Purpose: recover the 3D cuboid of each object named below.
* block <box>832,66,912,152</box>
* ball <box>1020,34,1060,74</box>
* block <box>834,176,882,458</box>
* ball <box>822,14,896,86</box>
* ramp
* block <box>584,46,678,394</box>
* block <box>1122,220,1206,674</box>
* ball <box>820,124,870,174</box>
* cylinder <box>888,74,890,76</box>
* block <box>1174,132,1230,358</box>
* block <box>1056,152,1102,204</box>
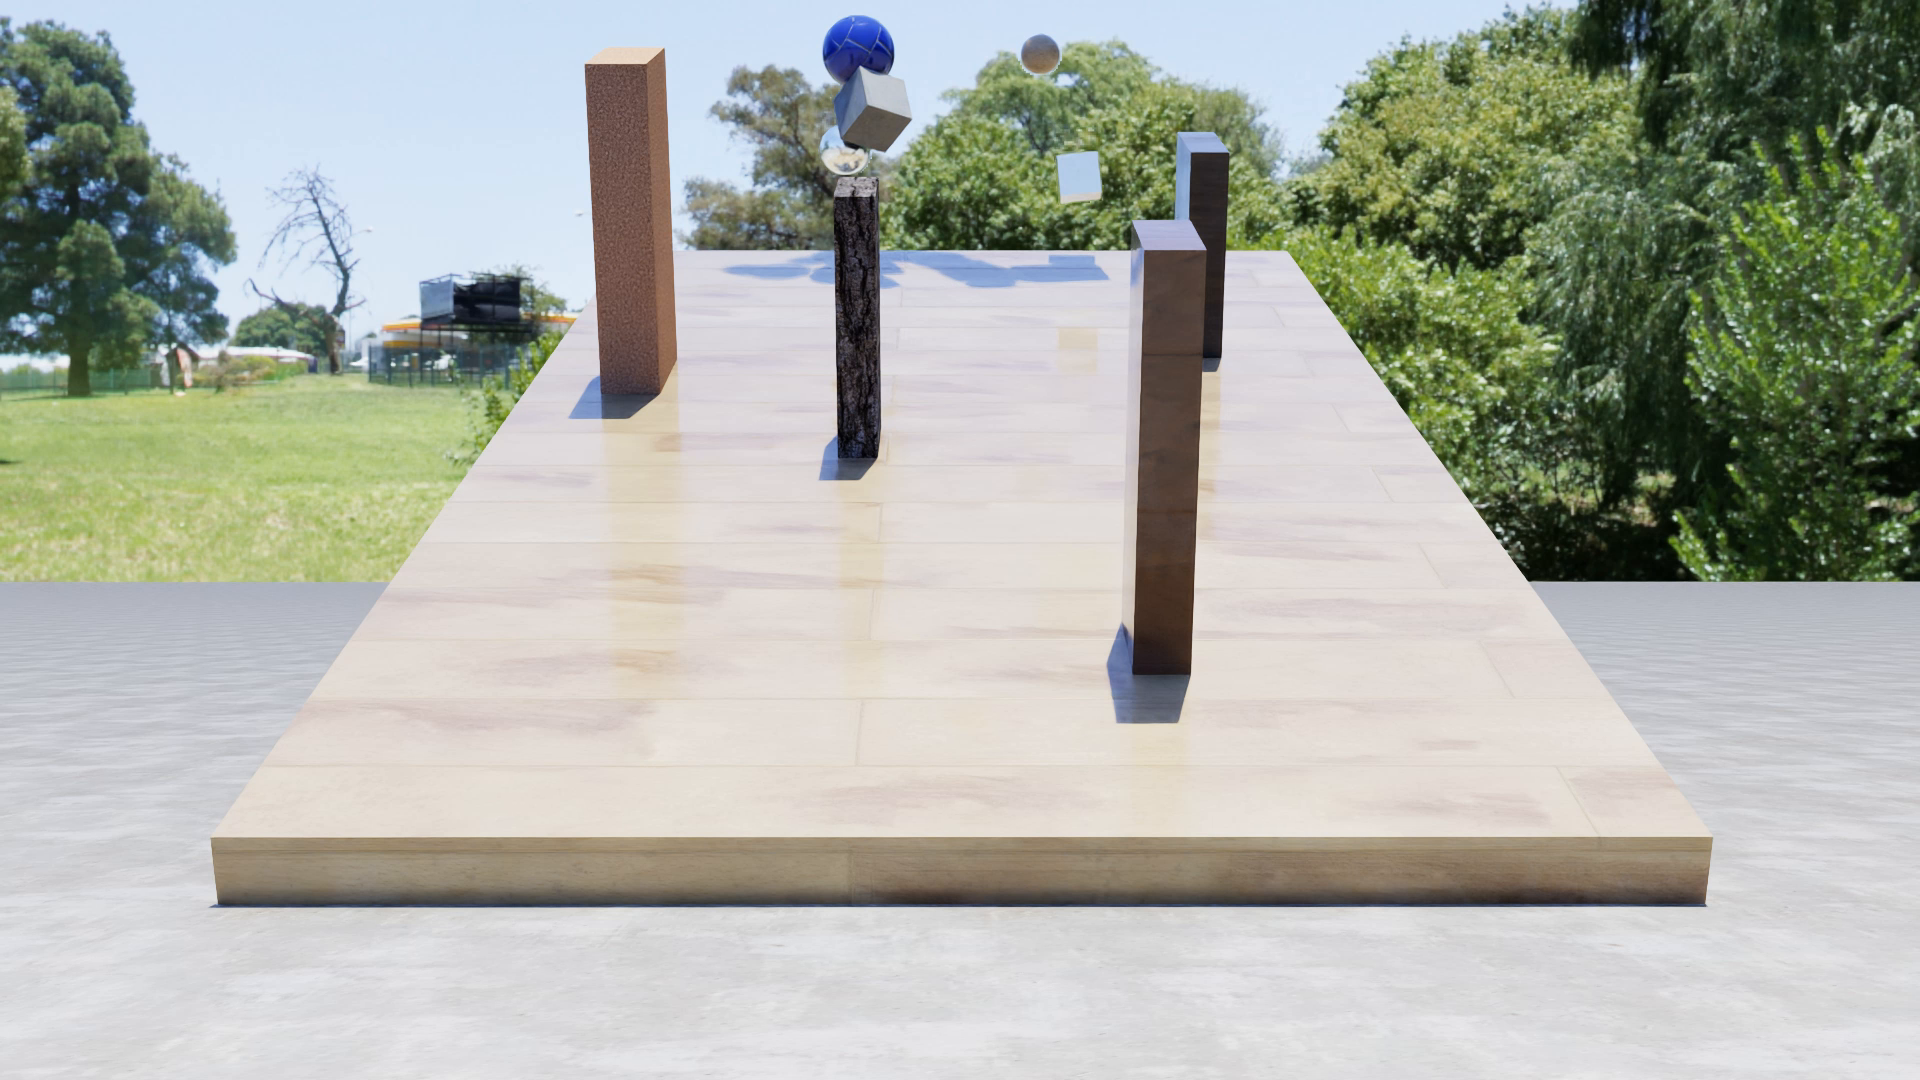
[{"bbox_3d":[-0.246,-1.211,6.313,0.149,0.149,0.149,11,-38,-33],"label":"block"},{"bbox_3d":[0.231,-1.395,6.447,0.113,0.113,0.113,0,-1,0],"label":"ball"},{"bbox_3d":[-0.213,-0.467,4.702,0.084,0.547,0.241,0,18,0],"label":"block"},{"bbox_3d":[-0.288,-1.383,6.365,0.208,0.208,0.208,0,-1,0],"label":"ball"},{"bbox_3d":[-0.004,-0.192,4.898,2.000,0.100,4.000,0,18,0],"label":"ramp"},{"bbox_3d":[-0.759,-0.745,5.210,0.136,0.749,0.340,0,18,0],"label":"block"},{"bbox_3d":[0.318,-0.147,3.541,0.092,0.676,0.242,0,18,0],"label":"block"},{"bbox_3d":[-0.331,-1.126,6.466,0.146,0.146,0.146,0,-1,0],"label":"ball"},{"bbox_3d":[-0.244,-1.284,6.488,0.108,0.108,0.108,-27,4,-10],"label":"cylinder"},{"bbox_3d":[0.596,-0.739,5.586,0.092,0.502,0.336,0,18,0],"label":"block"},{"bbox_3d":[0.350,-1.068,6.613,0.119,0.119,0.119,-6,-2,2],"label":"block"}]
